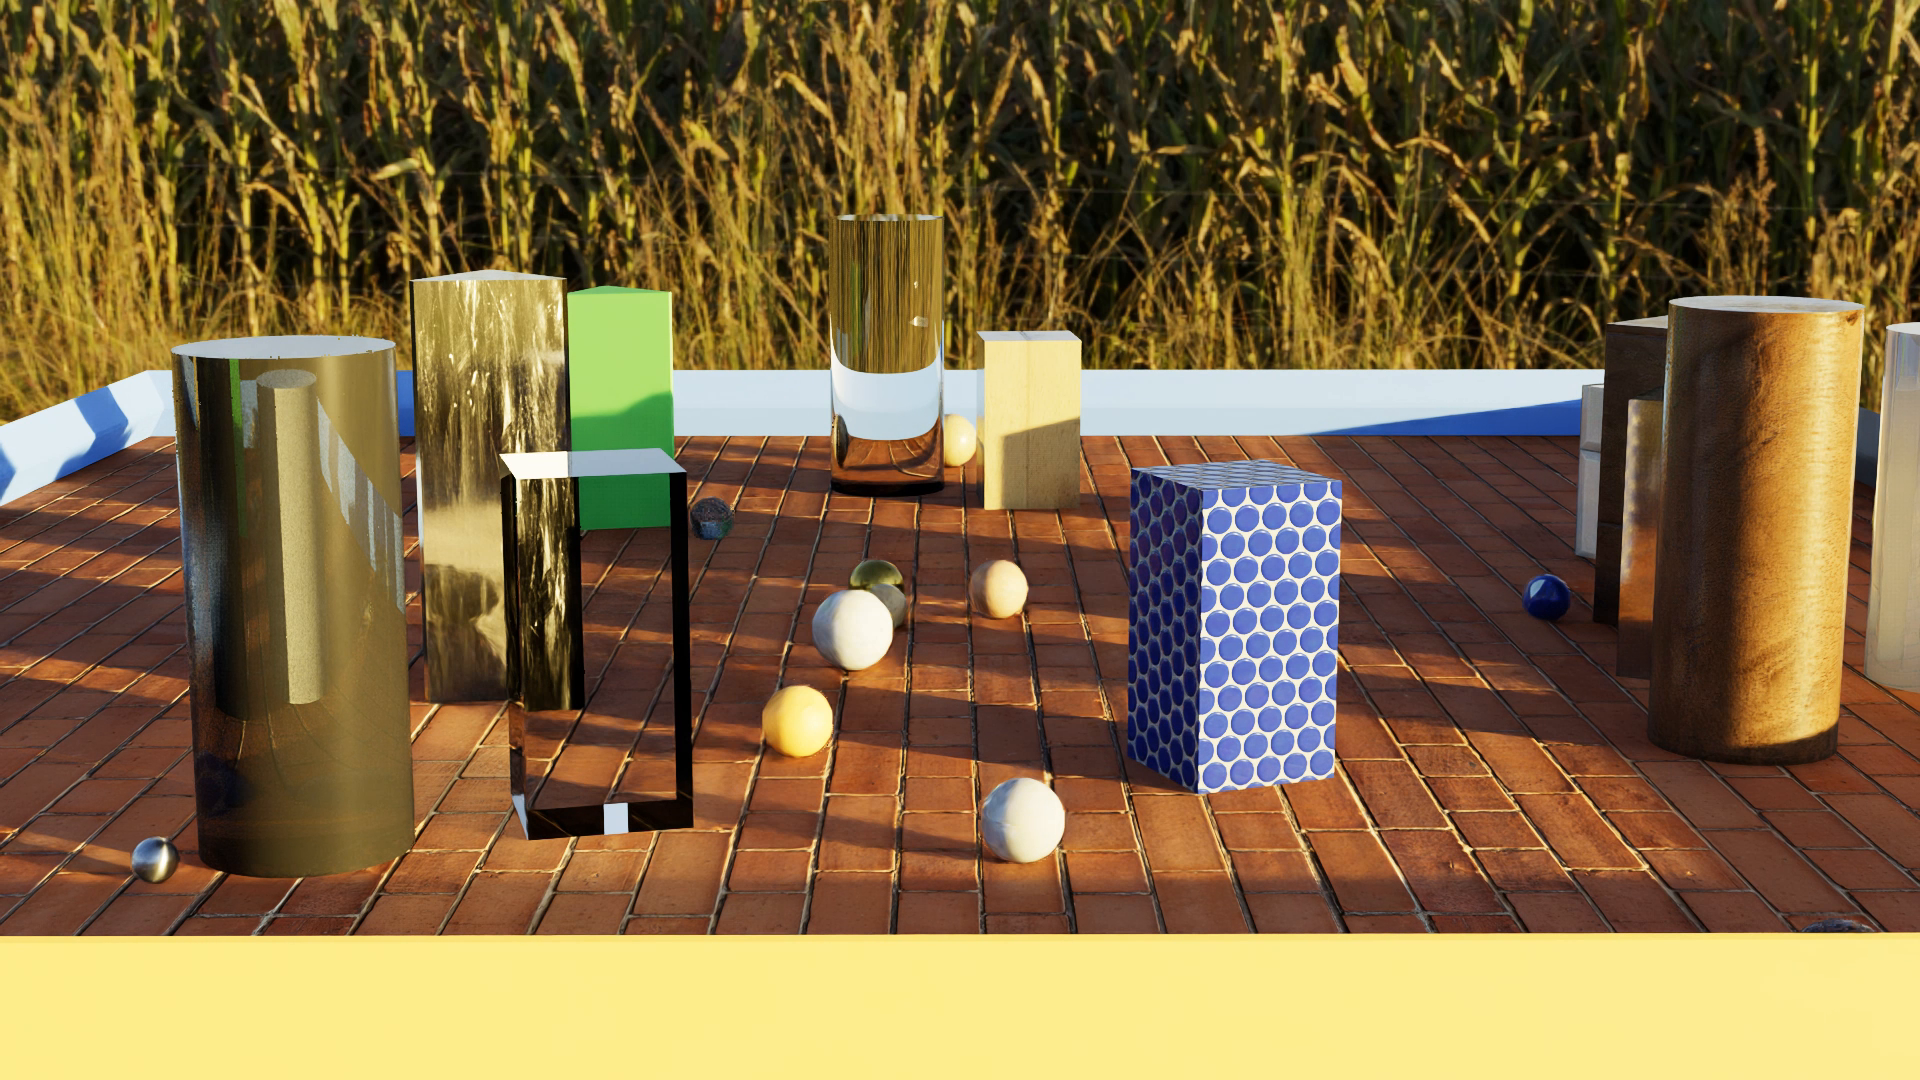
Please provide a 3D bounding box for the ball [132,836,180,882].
[{"bbox_3d":[-0.726,0.289,2.315,0.041,0.041,0.041,0,10,0],"label":"ball"}]

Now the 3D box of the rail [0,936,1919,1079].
[{"bbox_3d":[0.010,0.335,1.816,3.208,0.129,0.045,0,10,0],"label":"rail"}]

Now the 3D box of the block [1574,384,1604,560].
[{"bbox_3d":[1.036,-0.100,3.820,0.159,0.258,0.159,-6,12,-31],"label":"block"}]

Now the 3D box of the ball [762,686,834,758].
[{"bbox_3d":[-0.173,0.193,2.735,0.077,0.077,0.077,0,10,0],"label":"ball"}]

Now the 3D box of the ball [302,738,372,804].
[{"bbox_3d":[-0.621,0.230,2.559,0.067,0.067,0.067,0,10,0],"label":"ball"}]

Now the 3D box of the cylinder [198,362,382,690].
[{"bbox_3d":[-0.805,-0.020,3.091,0.199,0.366,0.199,0,10,0],"label":"cylinder"}]

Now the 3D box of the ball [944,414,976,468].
[{"bbox_3d":[-0.016,-0.183,4.707,0.098,0.098,0.098,0,10,0],"label":"ball"}]

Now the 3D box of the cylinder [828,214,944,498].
[{"bbox_3d":[-0.126,-0.322,4.441,0.199,0.469,0.199,0,10,0],"label":"cylinder"}]

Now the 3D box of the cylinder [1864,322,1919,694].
[{"bbox_3d":[1.193,-0.040,3.050,0.199,0.420,0.199,0,10,0],"label":"cylinder"}]

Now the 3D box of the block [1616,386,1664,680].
[{"bbox_3d":[0.900,-0.007,3.100,0.159,0.337,0.159,6,12,28],"label":"block"}]

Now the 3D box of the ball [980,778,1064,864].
[{"bbox_3d":[0.057,0.259,2.371,0.079,0.079,0.079,0,10,0],"label":"ball"}]

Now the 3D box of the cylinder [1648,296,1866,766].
[{"bbox_3d":[0.852,-0.015,2.756,0.199,0.478,0.199,0,10,0],"label":"cylinder"}]

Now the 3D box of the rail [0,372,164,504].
[{"bbox_3d":[-1.580,0.035,3.440,0.045,0.129,3.368,0,10,0],"label":"rail"}]

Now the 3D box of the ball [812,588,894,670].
[{"bbox_3d":[-0.131,0.109,3.125,0.099,0.099,0.099,0,10,0],"label":"ball"}]

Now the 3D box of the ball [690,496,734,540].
[{"bbox_3d":[-0.386,-0.034,3.988,0.067,0.067,0.067,0,10,0],"label":"ball"}]

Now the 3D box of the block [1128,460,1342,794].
[{"bbox_3d":[0.283,0.086,2.671,0.159,0.311,0.159,-4,11,-23],"label":"block"}]

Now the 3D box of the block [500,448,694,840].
[{"bbox_3d":[-0.356,0.097,2.507,0.159,0.349,0.159,-3,11,-15],"label":"block"}]

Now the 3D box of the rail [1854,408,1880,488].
[{"bbox_3d":[1.580,0.032,3.458,0.045,0.129,3.368,0,10,0],"label":"rail"}]

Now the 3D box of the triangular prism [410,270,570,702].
[{"bbox_3d":[-0.545,-0.067,3.013,0.172,0.488,0.149,-2,11,-9],"label":"triangular prism"}]

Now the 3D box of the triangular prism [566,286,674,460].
[{"bbox_3d":[-0.565,-0.224,4.189,0.172,0.369,0.149,-3,11,-14],"label":"triangular prism"}]

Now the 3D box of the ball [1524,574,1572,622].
[{"bbox_3d":[0.779,0.077,3.404,0.062,0.062,0.062,0,10,0],"label":"ball"}]

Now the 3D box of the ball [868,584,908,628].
[{"bbox_3d":[-0.099,0.088,3.345,0.061,0.061,0.061,0,10,0],"label":"ball"}]

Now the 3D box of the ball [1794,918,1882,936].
[{"bbox_3d":[0.667,0.332,1.945,0.090,0.090,0.090,0,10,0],"label":"ball"}]

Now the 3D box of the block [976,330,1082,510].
[{"bbox_3d":[0.114,-0.204,4.322,0.159,0.280,0.159,-1,11,-4],"label":"block"}]

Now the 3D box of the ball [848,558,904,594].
[{"bbox_3d":[-0.112,0.063,3.437,0.076,0.076,0.076,0,10,0],"label":"ball"}]

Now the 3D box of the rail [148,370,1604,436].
[{"bbox_3d":[-0.010,-0.269,5.081,3.208,0.129,0.045,0,10,0],"label":"rail"}]

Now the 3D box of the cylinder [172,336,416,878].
[{"bbox_3d":[-0.616,0.056,2.383,0.199,0.473,0.199,0,10,0],"label":"cylinder"}]

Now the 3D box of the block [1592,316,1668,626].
[{"bbox_3d":[0.952,-0.086,3.366,0.159,0.396,0.159,10,15,44],"label":"block"}]

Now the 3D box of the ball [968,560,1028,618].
[{"bbox_3d":[0.051,0.065,3.419,0.079,0.079,0.079,0,10,0],"label":"ball"}]
